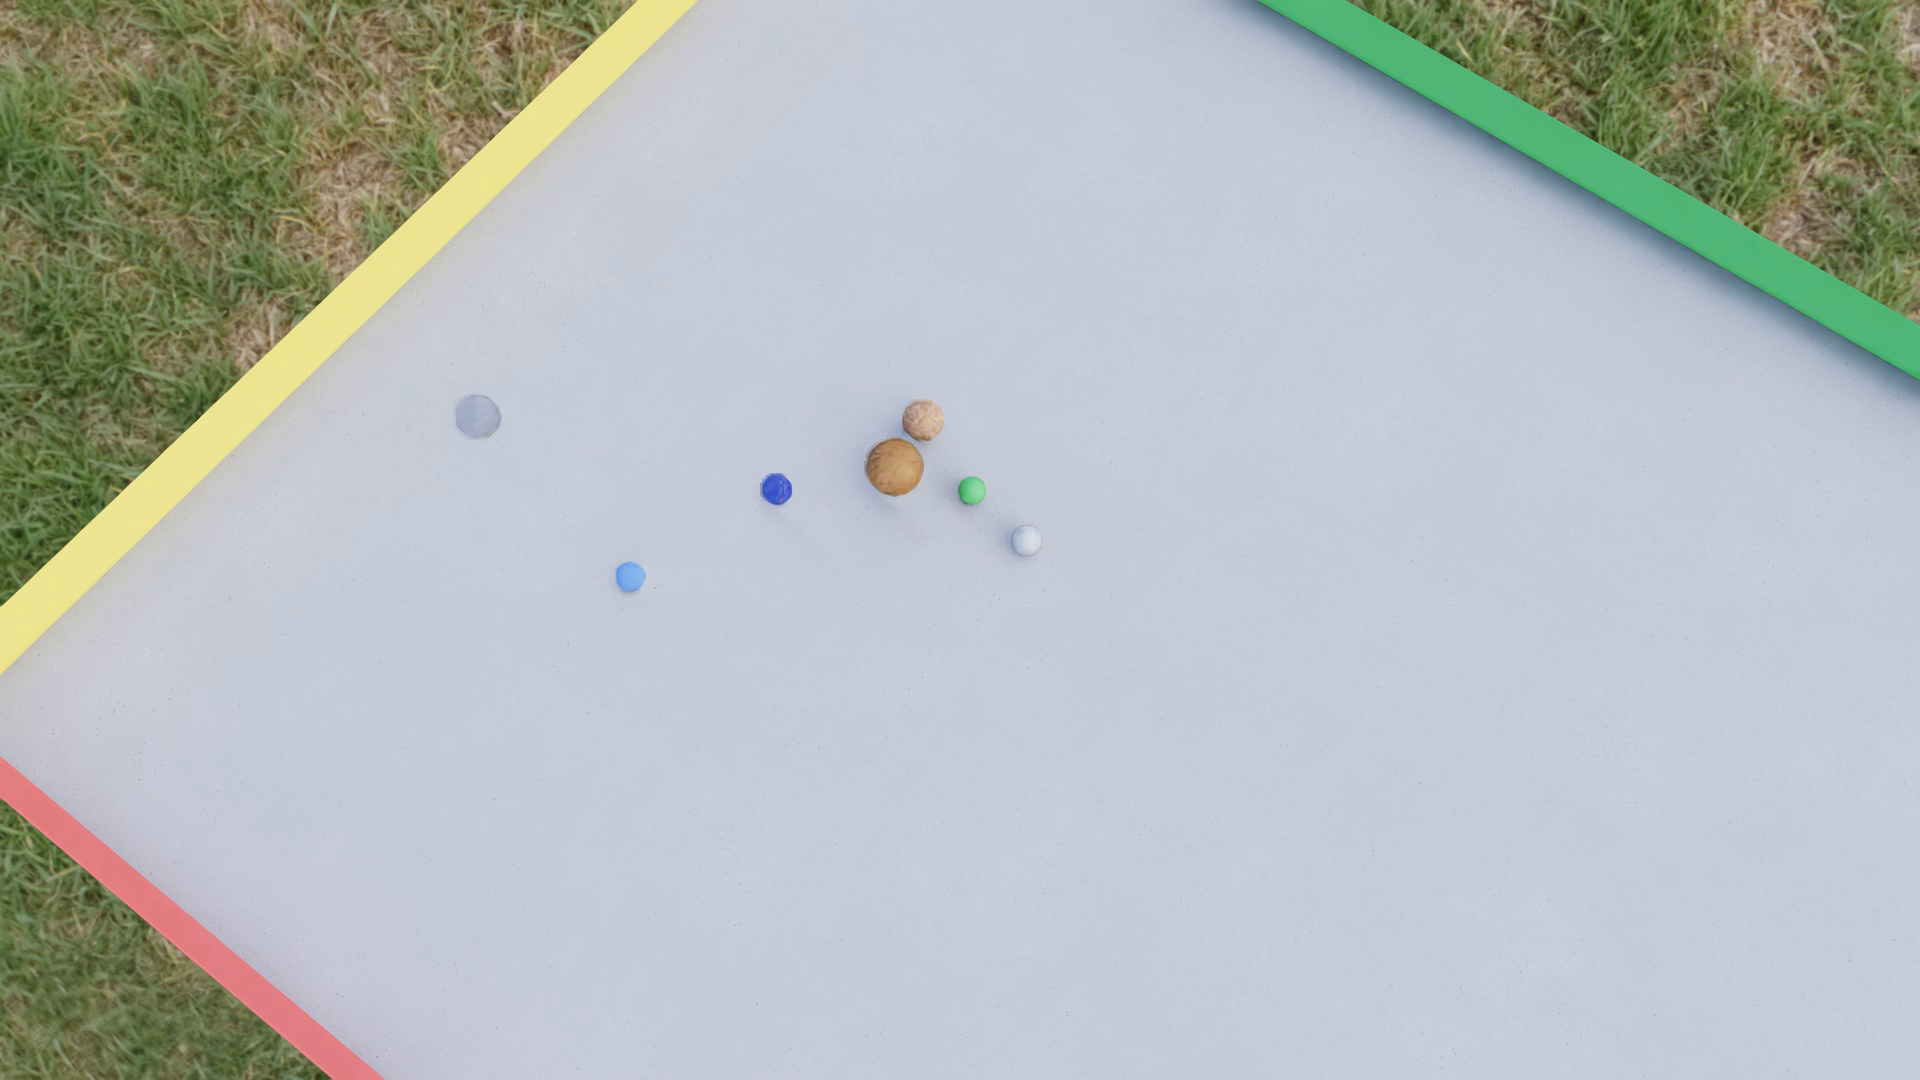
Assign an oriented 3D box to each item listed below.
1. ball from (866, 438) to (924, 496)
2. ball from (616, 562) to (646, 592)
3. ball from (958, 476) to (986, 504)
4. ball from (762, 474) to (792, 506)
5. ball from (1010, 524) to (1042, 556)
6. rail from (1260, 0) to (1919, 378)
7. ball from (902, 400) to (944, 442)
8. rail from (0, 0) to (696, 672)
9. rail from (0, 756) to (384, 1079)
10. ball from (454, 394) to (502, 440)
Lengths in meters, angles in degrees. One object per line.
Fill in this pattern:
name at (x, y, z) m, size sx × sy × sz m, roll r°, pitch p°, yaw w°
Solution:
ball at (-0.108, -0.121, 3.653) m, size 0.095 × 0.095 × 0.095 m, roll 0°, pitch 64°, yaw 0°
ball at (-0.538, 0.060, 3.590) m, size 0.049 × 0.049 × 0.049 m, roll 0°, pitch 64°, yaw 0°
ball at (0.020, -0.082, 3.661) m, size 0.047 × 0.047 × 0.047 m, roll 0°, pitch 64°, yaw 0°
ball at (-0.304, -0.084, 3.660) m, size 0.051 × 0.051 × 0.051 m, roll 0°, pitch 64°, yaw 0°
ball at (0.110, 0.000, 3.618) m, size 0.052 × 0.052 × 0.052 m, roll 0°, pitch 64°, yaw 0°
rail at (1.624, -0.297, 3.724) m, size 4.401 × 0.124 × 0.045 m, roll 34°, pitch 69°, yaw 16°
ball at (-0.062, -0.201, 3.708) m, size 0.070 × 0.070 × 0.070 m, roll 0°, pitch 64°, yaw 0°
rail at (-0.856, -0.599, 3.873) m, size 0.045 × 0.124 × 2.517 m, roll 34°, pitch 69°, yaw 16°
rail at (0.127, 1.464, 2.853) m, size 4.401 × 0.124 × 0.045 m, roll 34°, pitch 69°, yaw 16°
ball at (-0.812, -0.207, 3.707) m, size 0.076 × 0.076 × 0.076 m, roll 0°, pitch 64°, yaw 0°
